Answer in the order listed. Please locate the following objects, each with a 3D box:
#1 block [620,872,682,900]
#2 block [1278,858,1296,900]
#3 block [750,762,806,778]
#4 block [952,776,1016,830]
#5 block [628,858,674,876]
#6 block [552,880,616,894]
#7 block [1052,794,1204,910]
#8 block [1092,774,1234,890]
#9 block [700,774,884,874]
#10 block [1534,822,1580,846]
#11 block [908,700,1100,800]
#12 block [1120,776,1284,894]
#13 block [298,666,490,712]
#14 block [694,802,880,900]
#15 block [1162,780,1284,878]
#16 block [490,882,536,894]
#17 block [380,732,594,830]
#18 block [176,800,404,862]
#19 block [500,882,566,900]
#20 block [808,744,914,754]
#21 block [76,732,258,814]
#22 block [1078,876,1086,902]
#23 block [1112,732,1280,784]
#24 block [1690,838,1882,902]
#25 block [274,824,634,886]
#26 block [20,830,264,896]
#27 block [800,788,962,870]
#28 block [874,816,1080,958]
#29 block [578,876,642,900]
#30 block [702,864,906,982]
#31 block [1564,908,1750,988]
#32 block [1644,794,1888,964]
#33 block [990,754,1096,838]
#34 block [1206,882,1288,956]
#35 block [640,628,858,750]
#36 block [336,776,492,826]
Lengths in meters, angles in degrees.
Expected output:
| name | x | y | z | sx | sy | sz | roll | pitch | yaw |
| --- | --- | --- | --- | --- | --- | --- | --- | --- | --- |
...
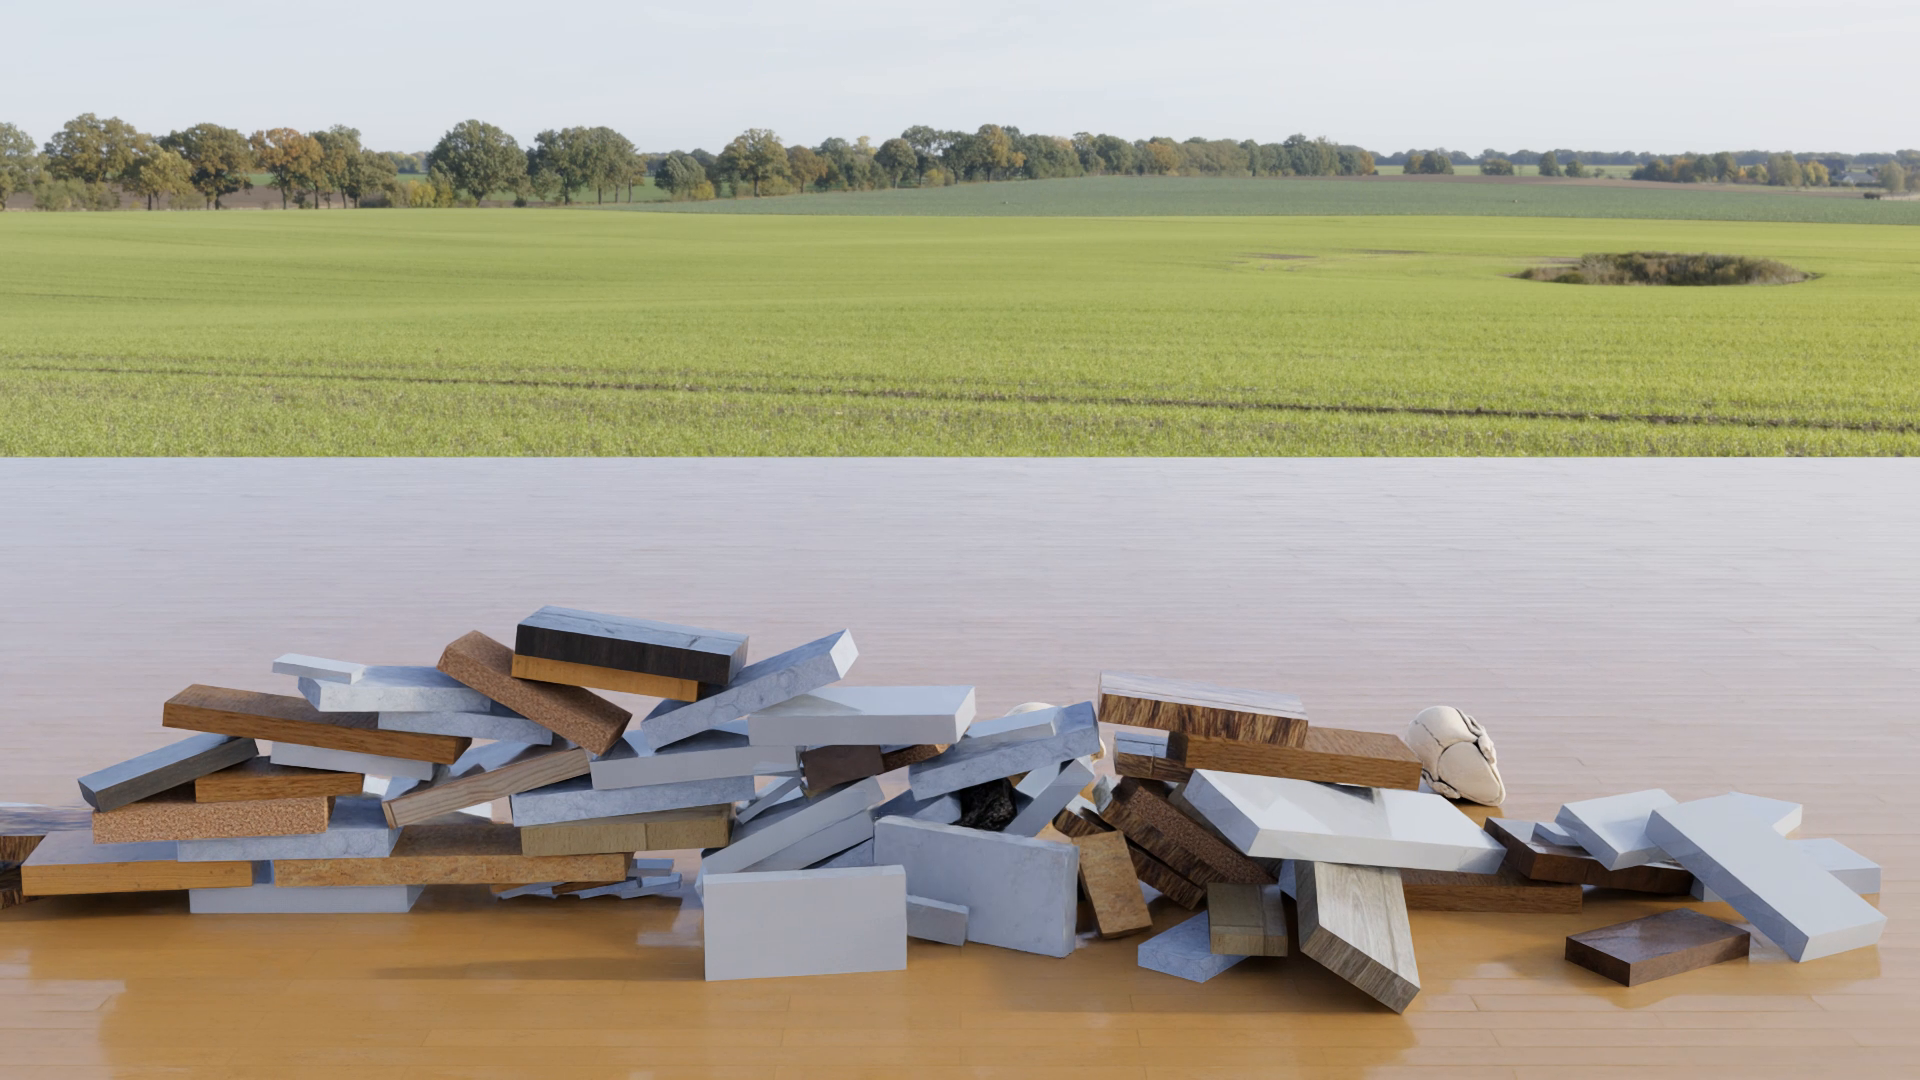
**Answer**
| name | x | y | z | sx | sy | sz | roll | pitch | yaw |
| --- | --- | --- | --- | --- | --- | --- | --- | --- | --- |
| block | -0.514 | 0.576 | 3.664 | 0.097 | 0.014 | 0.049 | -10 | 11 | 1 |
| block | 0.602 | 0.544 | 3.588 | 0.148 | 0.042 | 0.295 | 36 | 16 | 4 |
| block | -0.295 | 0.376 | 3.649 | 0.122 | 0.017 | 0.061 | 4 | 8 | -12 |
| block | -0.054 | 0.493 | 3.655 | 0.312 | 0.044 | 0.156 | -30 | 9 | 5 |
| block | -0.527 | 0.544 | 3.655 | 0.097 | 0.014 | 0.049 | 0 | 11 | 2 |
| block | -0.623 | 0.567 | 3.667 | 0.106 | 0.015 | 0.053 | -10 | 10 | 5 |
| block | 0.274 | 0.507 | 3.637 | 0.268 | 0.038 | 0.134 | 31 | 9 | -6 |
| block | 0.343 | 0.497 | 3.650 | 0.268 | 0.038 | 0.134 | 35 | 8 | -8 |
| block | -0.281 | 0.459 | 3.642 | 0.310 | 0.044 | 0.155 | -26 | 10 | -5 |
| block | 1.020 | 0.492 | 3.662 | 0.115 | 0.016 | 0.058 | 8 | 12 | -25 |
| block | 0.074 | 0.347 | 3.636 | 0.312 | 0.044 | 0.156 | -16 | 10 | 5 |
| block | 0.401 | 0.487 | 3.657 | 0.295 | 0.042 | 0.148 | 35 | 9 | -5 |
| block | -0.920 | 0.242 | 3.580 | 0.277 | 0.039 | 0.139 | 3 | 10 | -31 |
| block | -0.284 | 0.508 | 3.652 | 0.310 | 0.044 | 0.155 | -24 | 10 | 4 |
| block | 0.472 | 0.481 | 3.684 | 0.295 | 0.042 | 0.148 | 36 | 9 | -4 |
| block | -0.724 | 0.560 | 3.657 | 0.106 | 0.015 | 0.053 | -15 | 11 | -2 |
| block | -0.774 | 0.382 | 3.633 | 0.336 | 0.048 | 0.168 | -16 | 13 | -3 |
| block | -1.095 | 0.476 | 3.613 | 0.331 | 0.047 | 0.166 | -1 | 11 | -5 |
| block | -0.709 | 0.570 | 3.665 | 0.106 | 0.015 | 0.053 | -15 | 11 | -2 |
| block | -0.167 | 0.341 | 3.648 | 0.170 | 0.024 | 0.085 | -14 | 10 | -5 |
| block | -1.278 | 0.366 | 3.552 | 0.256 | 0.036 | 0.128 | -21 | 15 | -30 |
| block | 0.164 | 0.568 | 3.632 | 0.112 | 0.056 | 0.016 | -1 | 11 | -4 |
| block | 0.390 | 0.368 | 3.639 | 0.268 | 0.038 | 0.134 | 7 | 10 | 0 |
| block | 1.369 | 0.557 | 3.722 | 0.314 | 0.044 | 0.157 | -2 | 11 | -8 |
| block | -0.828 | 0.519 | 3.640 | 0.563 | 0.047 | 0.166 | -1 | 11 | -2 |
| block | -1.332 | 0.523 | 3.613 | 0.353 | 0.050 | 0.176 | -1 | 11 | -8 |
| block | -0.144 | 0.495 | 3.650 | 0.310 | 0.044 | 0.155 | -30 | 10 | 5 |
| block | 0.022 | 0.542 | 3.459 | 0.335 | 0.167 | 0.047 | 5 | 8 | 27 |
| block | -0.583 | 0.574 | 3.664 | 0.097 | 0.014 | 0.049 | -11 | 10 | 1 |
| block | -0.234 | 0.578 | 3.321 | 0.303 | 0.152 | 0.043 | -2 | 11 | -9 |
| block | 1.074 | 0.624 | 3.383 | 0.259 | 0.037 | 0.130 | -6 | 12 | -30 |
| block | 1.286 | 0.536 | 3.524 | 0.174 | 0.049 | 0.347 | -6 | 31 | -28 |
| block | 0.093 | 0.464 | 3.650 | 0.044 | 0.312 | 0.156 | 44 | 7 | -8 |
| block | 0.444 | 0.587 | 3.416 | 0.115 | 0.033 | 0.229 | 1 | 11 | 5 |
| block | -0.344 | 0.244 | 3.617 | 0.339 | 0.048 | 0.170 | -21 | 7 | 10 |
| block | -0.977 | 0.464 | 3.863 | 0.301 | 0.043 | 0.151 | 14 | 1 | -13 |
